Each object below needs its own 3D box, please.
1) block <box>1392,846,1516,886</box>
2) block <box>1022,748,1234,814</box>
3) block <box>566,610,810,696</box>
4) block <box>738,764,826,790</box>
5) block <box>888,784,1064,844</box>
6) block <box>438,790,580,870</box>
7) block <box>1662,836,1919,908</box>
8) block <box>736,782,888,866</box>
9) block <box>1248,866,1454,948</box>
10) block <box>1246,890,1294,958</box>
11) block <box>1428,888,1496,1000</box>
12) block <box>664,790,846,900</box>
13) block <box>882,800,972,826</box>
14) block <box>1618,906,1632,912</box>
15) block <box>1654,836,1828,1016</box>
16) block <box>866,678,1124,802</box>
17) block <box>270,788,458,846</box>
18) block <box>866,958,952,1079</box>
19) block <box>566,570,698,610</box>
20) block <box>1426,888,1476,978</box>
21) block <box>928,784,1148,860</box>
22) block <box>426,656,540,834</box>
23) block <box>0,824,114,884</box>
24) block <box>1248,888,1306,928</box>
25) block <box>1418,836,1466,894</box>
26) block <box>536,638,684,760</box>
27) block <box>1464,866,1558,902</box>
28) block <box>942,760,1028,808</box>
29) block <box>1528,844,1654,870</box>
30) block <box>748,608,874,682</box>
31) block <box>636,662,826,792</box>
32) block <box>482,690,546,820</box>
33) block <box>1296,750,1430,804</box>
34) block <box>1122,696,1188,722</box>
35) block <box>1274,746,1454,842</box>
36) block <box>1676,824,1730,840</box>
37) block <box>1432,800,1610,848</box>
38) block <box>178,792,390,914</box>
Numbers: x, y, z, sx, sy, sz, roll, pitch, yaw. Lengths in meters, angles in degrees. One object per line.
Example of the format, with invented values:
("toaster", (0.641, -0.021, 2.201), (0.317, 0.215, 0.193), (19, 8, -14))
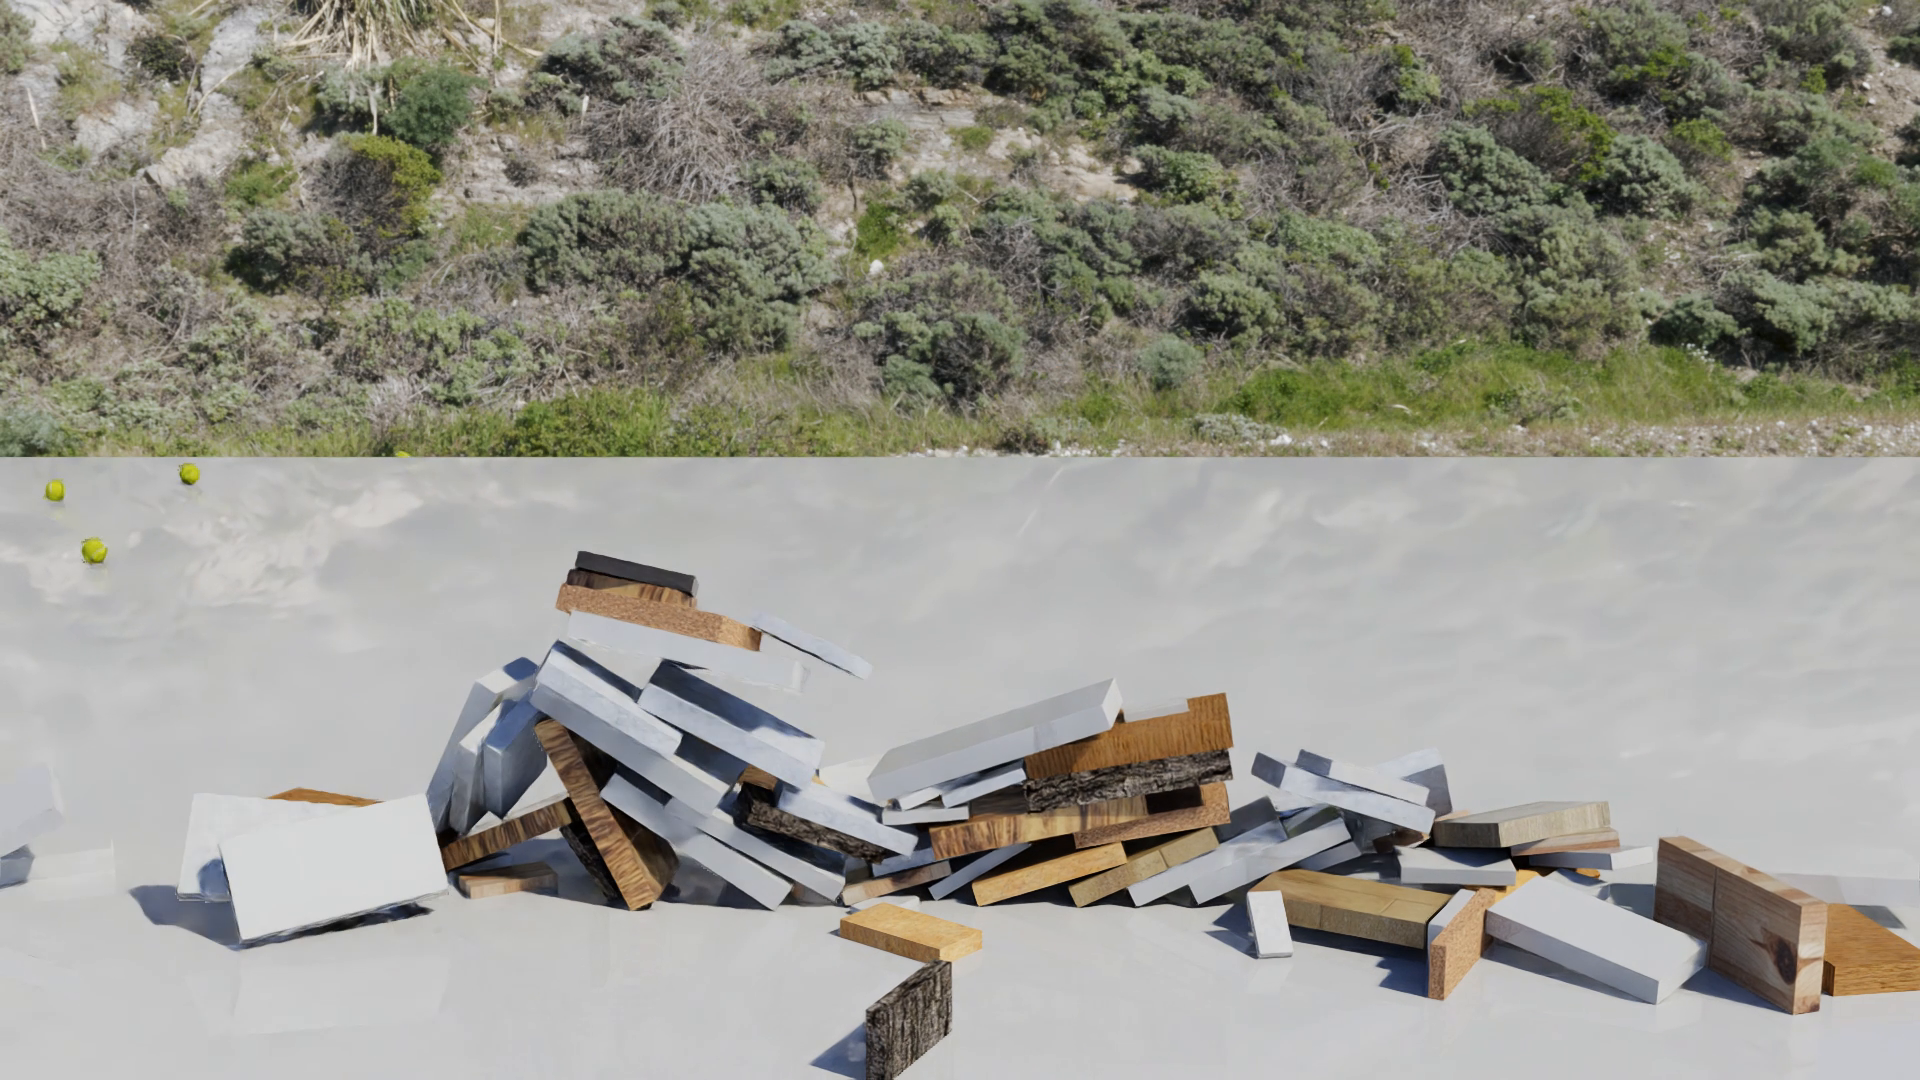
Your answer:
("block", (0.804, 0.531, 3.582), (0.184, 0.026, 0.092), (2, 14, 3))
("block", (0.273, 0.374, 3.603), (0.334, 0.047, 0.167), (-10, 10, 5))
("block", (-0.434, 0.182, 3.527), (0.368, 0.042, 0.150), (13, -8, 6))
("block", (-0.383, 0.380, 3.922), (0.133, 0.038, 0.563), (3, -20, 15))
("block", (0.118, 0.495, 3.802), (0.486, 0.139, 0.039), (-2, 11, -11))
("block", (-0.742, 0.481, 3.714), (0.283, 0.040, 0.141), (-22, 2, 21))
("block", (1.354, 0.537, 3.563), (0.390, 0.046, 0.163), (3, 11, 3))
("block", (-0.243, 0.464, 3.603), (0.236, 0.033, 0.118), (20, 6, -17))
("block", (0.616, 0.578, 3.472), (0.288, 0.041, 0.144), (6, 12, 29))
("block", (0.480, 0.596, 3.412), (0.053, 0.015, 0.106), (-2, 52, -7))
("block", (0.762, 0.610, 3.332), (0.024, 0.084, 0.275), (6, 12, 28))
("block", (-0.333, 0.478, 3.612), (0.318, 0.033, 0.118), (30, 17, -11))
("block", (-0.054, 0.444, 3.590), (0.140, 0.020, 0.070), (-5, 5, 4))
("block", (1.011, 0.616, 3.460), (0.091, 0.026, 0.182), (3, 11, 15))
("block", (1.167, 0.574, 3.308), (0.046, 0.163, 0.327), (-3, 11, -19))
("block", (0.058, 0.328, 3.607), (0.413, 0.043, 0.151), (-19, 9, 15))
("block", (-1.048, 0.488, 3.789), (0.324, 0.046, 0.162), (7, 7, 17))
("block", (-0.069, 0.659, 3.016), (0.029, 0.103, 0.205), (5, 12, 25))
("block", (-0.537, 0.086, 3.598), (0.192, 0.027, 0.096), (10, -9, 17))
("block", (0.752, 0.603, 3.362), (0.025, 0.087, 0.174), (6, 12, 28))
("block", (0.124, 0.447, 3.633), (0.352, 0.047, 0.167), (-11, 10, -2))
("block", (-0.812, 0.348, 3.707), (0.042, 0.300, 0.150), (32, 21, 11))
("block", (-1.716, 0.554, 3.753), (0.505, 0.040, 0.141), (-4, 11, -21))
("block", (0.589, 0.598, 3.551), (0.244, 0.028, 0.097), (1, 11, 7))
("block", (0.848, 0.537, 3.750), (0.228, 0.032, 0.114), (-22, 22, -37))
("block", (-0.554, 0.253, 3.507), (0.246, 0.035, 0.123), (33, 10, -10))
("block", (0.923, 0.577, 3.575), (0.182, 0.026, 0.091), (-5, 35, -24))
("block", (0.041, 0.397, 3.580), (0.140, 0.020, 0.070), (-21, 4, 6))
("block", (1.028, 0.516, 3.591), (0.092, 0.026, 0.184), (-4, -3, -30))
("block", (-0.239, 0.169, 3.547), (0.192, 0.027, 0.096), (24, -7, 23))
("block", (-0.368, 0.299, 3.566), (0.302, 0.043, 0.151), (27, 10, -3))
("block", (-0.739, 0.358, 3.656), (0.035, 0.246, 0.123), (32, 58, 9))
("block", (0.653, 0.385, 3.570), (0.194, 0.028, 0.097), (18, -2, -24))
("block", (0.322, 0.279, 3.631), (0.106, 0.015, 0.053), (-10, 10, 3))
("block", (0.692, 0.456, 3.763), (0.288, 0.144, 0.041), (-19, 45, 3))
("block", (1.296, 0.551, 3.812), (0.087, 0.025, 0.289), (3, 11, 14))
("block", (0.933, 0.470, 3.649), (0.278, 0.039, 0.139), (-4, -3, -36))
("block", (-1.079, 0.507, 3.551), (0.324, 0.162, 0.046), (6, -22, -11))
